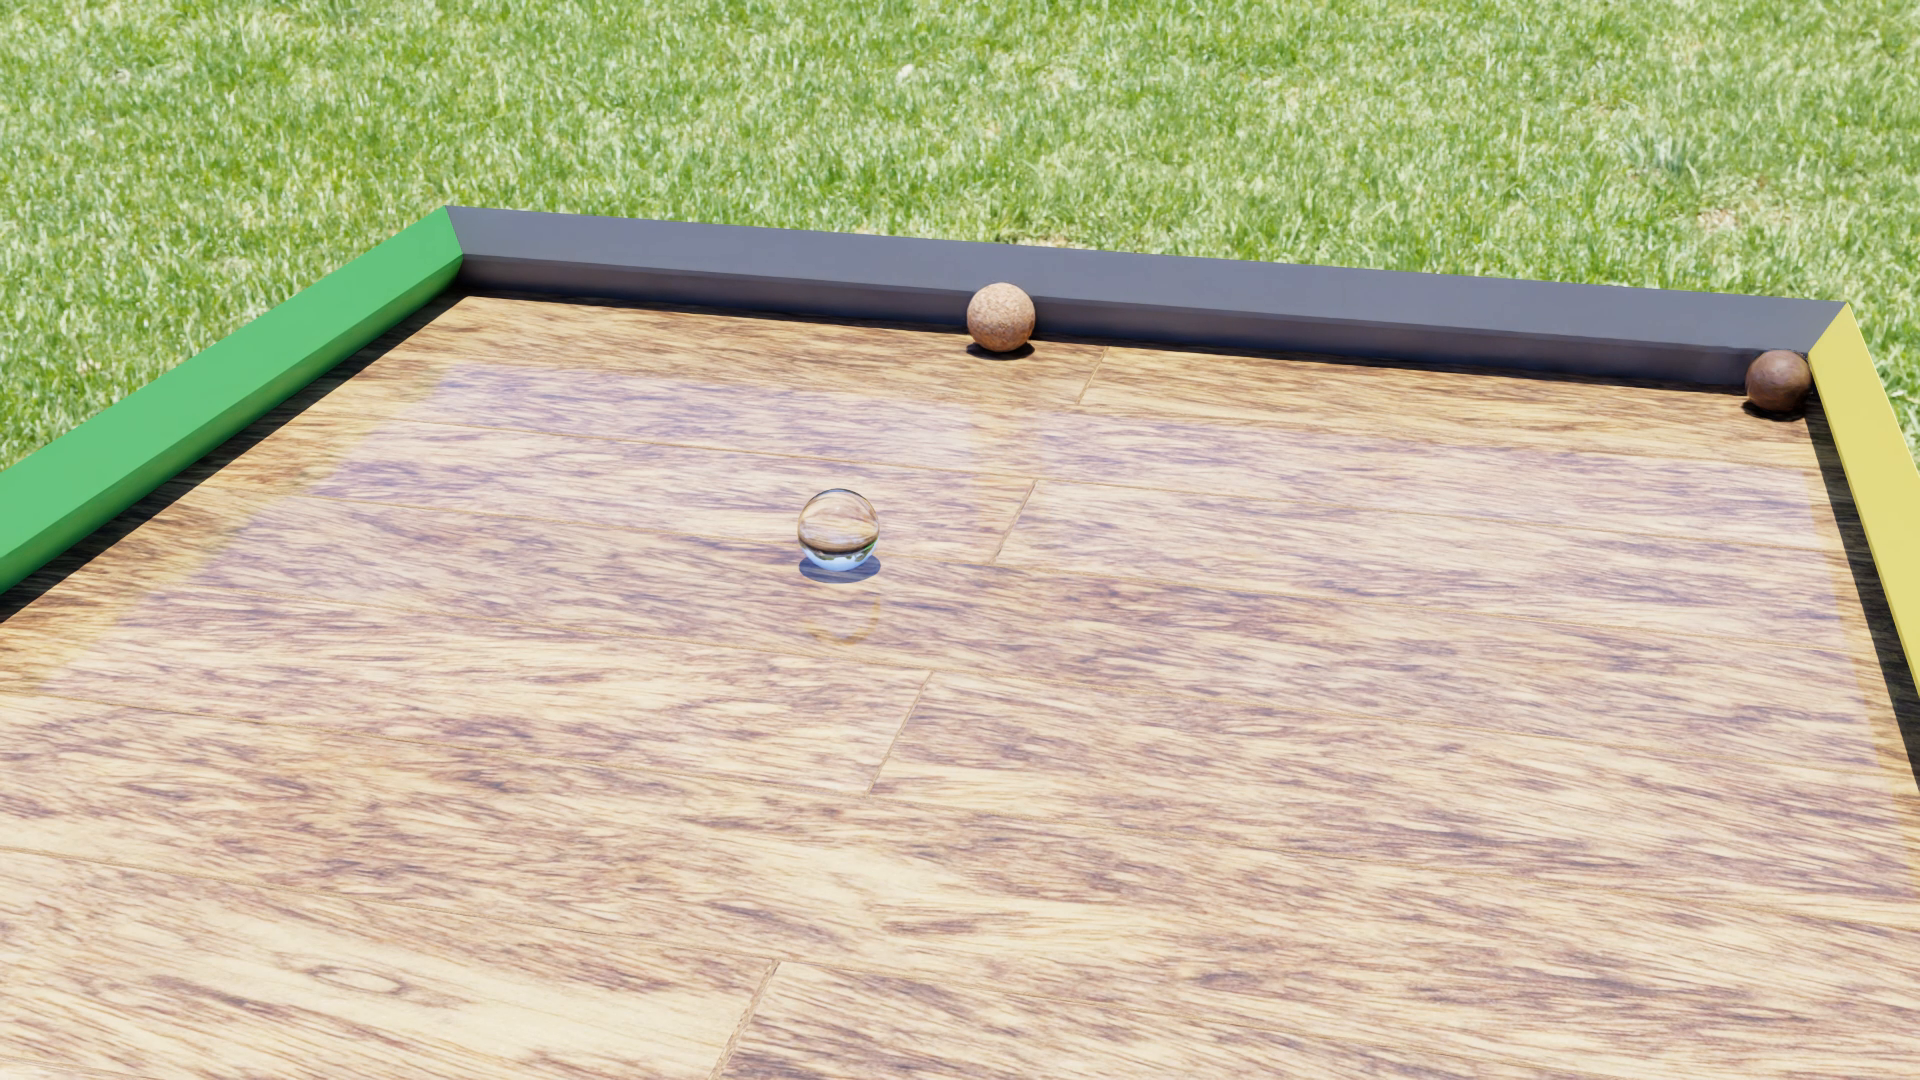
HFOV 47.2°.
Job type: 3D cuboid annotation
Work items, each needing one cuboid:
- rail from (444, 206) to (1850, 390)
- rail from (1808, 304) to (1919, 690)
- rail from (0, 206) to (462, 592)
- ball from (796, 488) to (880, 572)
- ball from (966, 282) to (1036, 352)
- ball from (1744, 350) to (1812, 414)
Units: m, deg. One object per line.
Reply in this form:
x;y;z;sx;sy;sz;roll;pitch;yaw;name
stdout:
0.185;-0.334;3.033;1.954;0.123;0.045;6;25;12;rail
0.737;0.405;1.400;0.045;0.123;3.276;6;25;12;rail
-1.118;0.222;1.804;0.045;0.123;3.276;6;25;12;rail
-0.130;-0.011;2.362;0.089;0.089;0.089;0;24;0;ball
0.056;-0.303;3.003;0.094;0.094;0.094;0;24;0;ball
1.039;-0.201;2.793;0.081;0.081;0.081;0;24;0;ball
